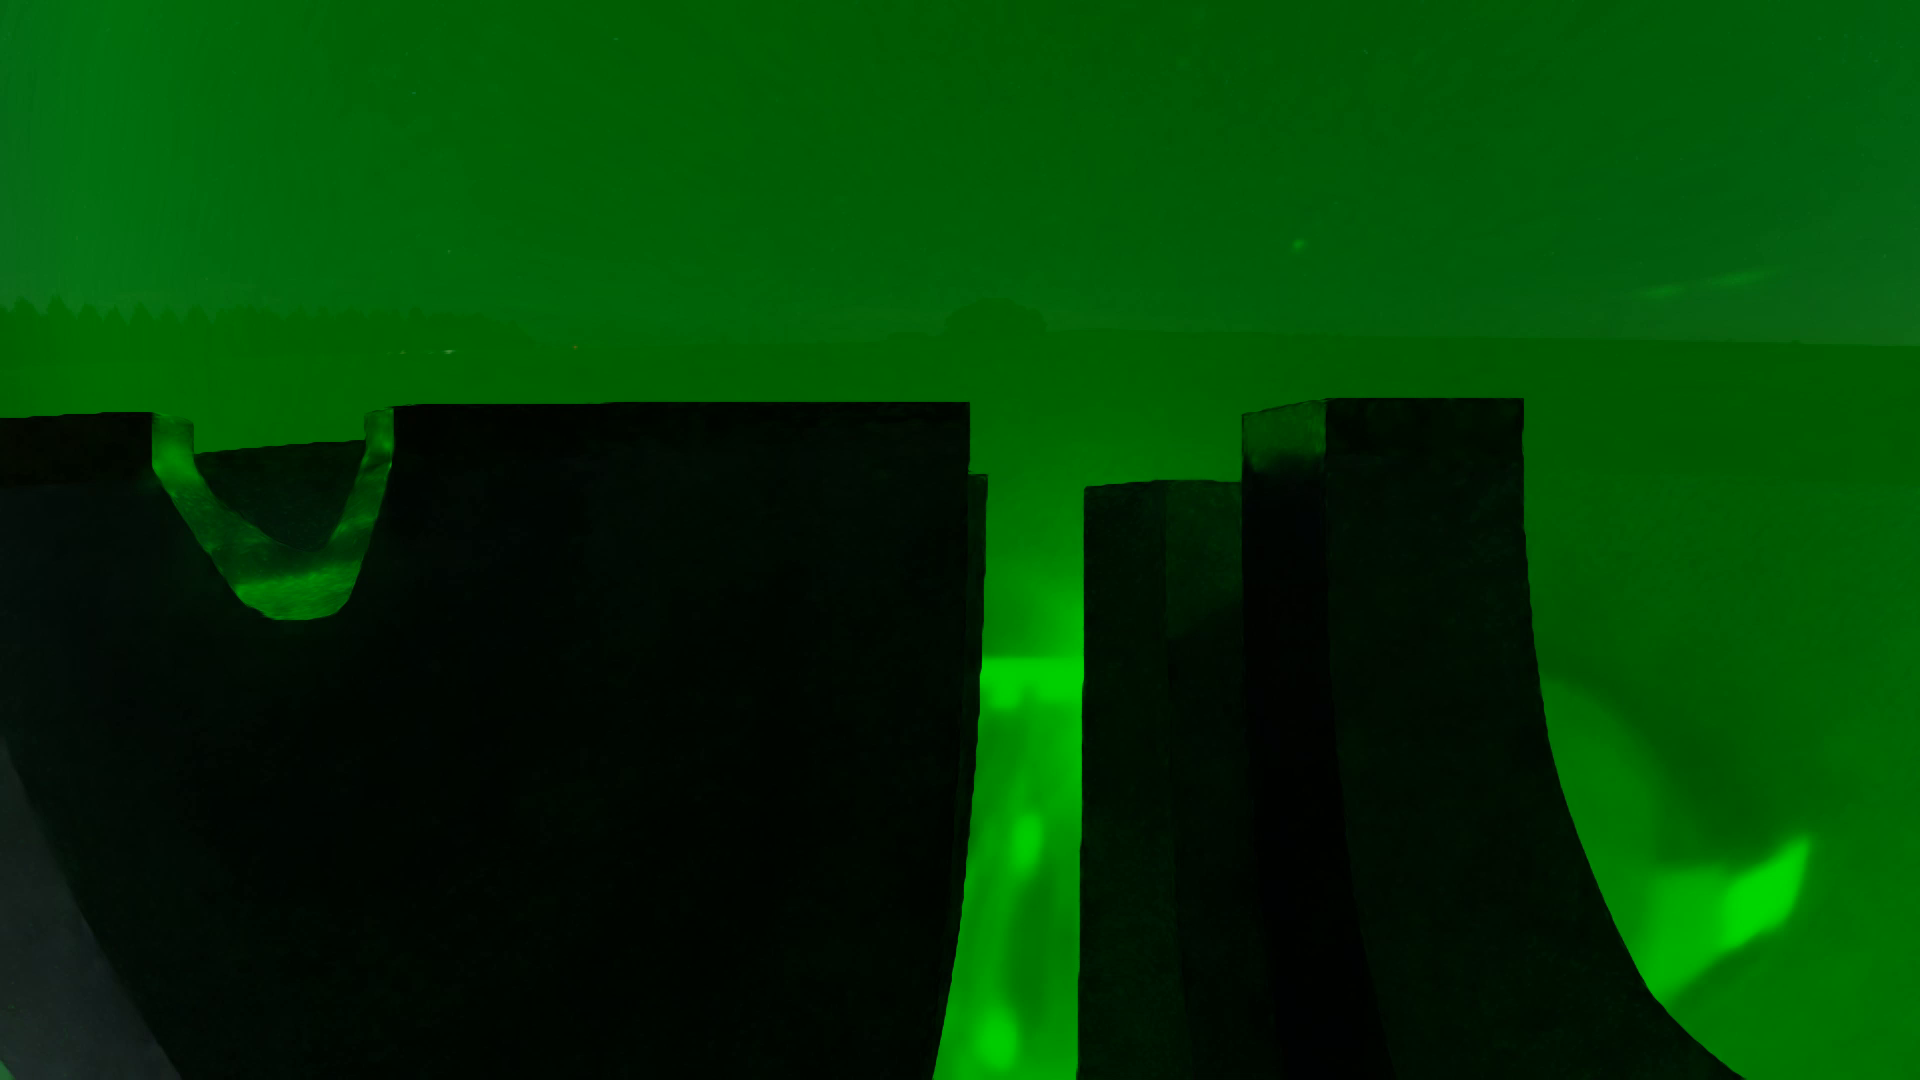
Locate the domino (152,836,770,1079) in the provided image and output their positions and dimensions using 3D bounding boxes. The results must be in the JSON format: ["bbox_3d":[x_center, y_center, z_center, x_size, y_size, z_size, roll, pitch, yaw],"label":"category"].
[{"bbox_3d":[-0.029,0.032,0.083,0.025,0.009,0.050,0,4,2],"label":"domino"}]

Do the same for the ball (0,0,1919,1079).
[{"bbox_3d":[0.005,-0.006,0.049,0.080,0.080,0.080,0,4,0],"label":"ball"}]

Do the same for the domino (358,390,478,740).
[{"bbox_3d":[-0.082,0.003,0.196,0.009,0.050,0.025,-1,4,-9],"label":"domino"}]

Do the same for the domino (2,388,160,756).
[{"bbox_3d":[-0.127,0.004,0.187,0.009,0.050,0.025,-1,4,-16],"label":"domino"}]

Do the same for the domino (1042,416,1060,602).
[{"bbox_3d":[0.014,-0.009,0.353,0.025,0.050,0.010,2,5,26],"label":"domino"}]

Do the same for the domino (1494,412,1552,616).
[{"bbox_3d":[0.147,-0.007,0.326,0.025,0.050,0.009,-4,6,-40],"label":"domino"}]

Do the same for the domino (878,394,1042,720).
[{"bbox_3d":[0.000,0.002,0.201,0.025,0.050,0.009,0,4,0],"label":"domino"}]

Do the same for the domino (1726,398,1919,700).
[{"bbox_3d":[0.151,0.001,0.225,0.009,0.050,0.025,-2,5,-30],"label":"domino"}]

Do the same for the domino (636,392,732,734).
[{"bbox_3d":[-0.042,0.003,0.199,0.009,0.050,0.025,0,4,-2],"label":"domino"}]

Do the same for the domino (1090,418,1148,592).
[{"bbox_3d":[0.046,-0.011,0.379,0.009,0.050,0.025,-1,4,-11],"label":"domino"}]

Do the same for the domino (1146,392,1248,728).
[{"bbox_3d":[0.037,0.002,0.203,0.009,0.050,0.025,0,4,-3],"label":"domino"}]

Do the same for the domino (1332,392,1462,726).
[{"bbox_3d":[0.069,0.002,0.205,0.009,0.050,0.025,0,4,-4],"label":"domino"}]

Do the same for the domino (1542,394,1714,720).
[{"bbox_3d":[0.108,0.002,0.209,0.009,0.050,0.025,-1,4,-12],"label":"domino"}]

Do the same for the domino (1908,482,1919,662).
[{"bbox_3d":[0.175,-0.002,0.254,0.025,0.050,0.009,1,4,10],"label":"domino"}]

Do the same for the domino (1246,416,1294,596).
[{"bbox_3d":[0.089,-0.010,0.372,0.009,0.050,0.025,2,5,25],"label":"domino"}]

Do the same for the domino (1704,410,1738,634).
[{"bbox_3d":[0.169,-0.004,0.292,0.025,0.050,0.009,-2,5,-22],"label":"domino"}]
